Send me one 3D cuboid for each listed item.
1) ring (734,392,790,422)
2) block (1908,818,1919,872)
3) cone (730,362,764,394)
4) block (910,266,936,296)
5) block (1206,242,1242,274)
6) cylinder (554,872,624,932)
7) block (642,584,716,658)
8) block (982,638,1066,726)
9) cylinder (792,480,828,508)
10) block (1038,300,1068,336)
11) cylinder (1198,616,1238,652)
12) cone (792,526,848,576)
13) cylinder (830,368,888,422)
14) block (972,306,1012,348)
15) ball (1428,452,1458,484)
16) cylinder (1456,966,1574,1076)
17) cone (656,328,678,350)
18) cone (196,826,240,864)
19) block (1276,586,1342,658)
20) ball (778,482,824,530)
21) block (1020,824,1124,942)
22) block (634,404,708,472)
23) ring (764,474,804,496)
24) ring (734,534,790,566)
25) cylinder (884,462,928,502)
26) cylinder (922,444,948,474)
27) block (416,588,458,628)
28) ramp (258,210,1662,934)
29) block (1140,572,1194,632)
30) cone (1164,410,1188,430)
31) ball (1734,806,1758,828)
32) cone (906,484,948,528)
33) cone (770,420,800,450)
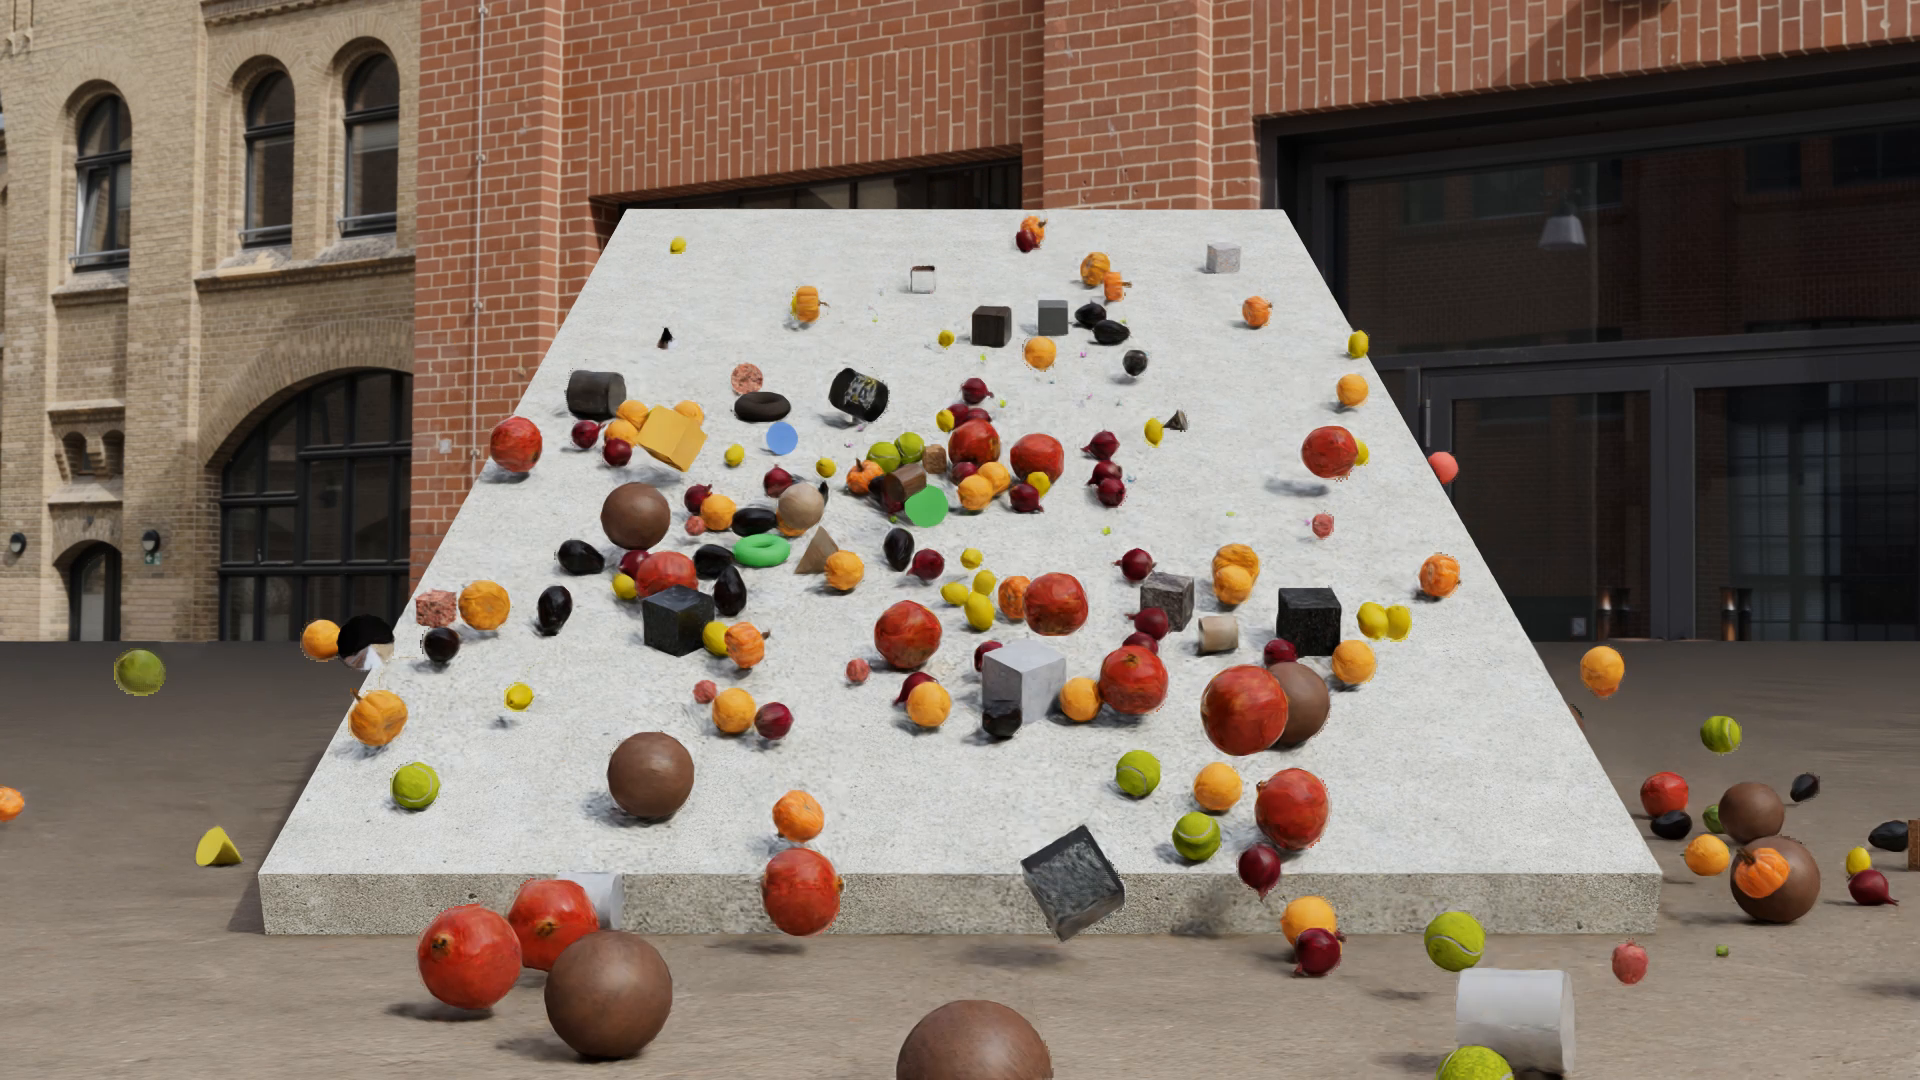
[{"bbox_3d":[-0.444,-0.299,5.148,0.125,0.042,0.125,1,22,-1],"label":"ring"},{"bbox_3d":[1.796,0.558,4.176,0.092,0.092,0.092,1,-2,-12],"label":"block"},{"bbox_3d":[-0.502,-0.368,5.328,0.076,0.076,0.076,1,-6,-16],"label":"cone"},{"bbox_3d":[-0.099,-0.691,6.105,0.061,0.061,0.061,2,22,5],"label":"block"},{"bbox_3d":[0.725,-0.775,6.308,0.070,0.070,0.070,-7,23,-16],"label":"block"},{"bbox_3d":[-0.503,0.490,3.105,0.078,0.078,0.078,1,-2,4],"label":"cylinder"},{"bbox_3d":[-0.488,0.140,3.984,0.086,0.086,0.086,17,27,36],"label":"block"},{"bbox_3d":[0.105,0.232,3.743,0.096,0.096,0.096,-17,27,-36],"label":"block"},{"bbox_3d":[-0.302,-0.089,4.592,0.060,0.060,0.060,7,0,18],"label":"cylinder"},{"bbox_3d":[0.234,-0.559,5.758,0.073,0.073,0.073,0,22,1],"label":"block"},{"bbox_3d":[0.446,0.162,3.966,0.060,0.060,0.060,-2,-2,-4],"label":"cylinder"},{"bbox_3d":[-0.275,0.039,4.296,0.095,0.095,0.095,-34,4,-11],"label":"cone"},{"bbox_3d":[-0.224,-0.321,5.082,0.093,0.093,0.093,22,-16,-38],"label":"cylinder"},{"bbox_3d":[0.079,-0.528,5.670,0.081,0.081,0.081,5,22,13],"label":"block"},{"bbox_3d":[1.339,-0.201,6.377,0.090,0.090,0.090,0,-2,0],"label":"ball"},{"bbox_3d":[0.546,0.471,2.248,0.098,0.098,0.098,-1,-2,23],"label":"cylinder"},{"bbox_3d":[-0.721,-0.501,5.638,0.052,0.052,0.052,0,22,0],"label":"cone"},{"bbox_3d":[-1.378,0.592,4.311,0.080,0.080,0.080,-2,-36,36],"label":"cone"},{"bbox_3d":[0.605,0.142,3.977,0.091,0.091,0.091,-1,22,-4],"label":"block"},{"bbox_3d":[-0.282,-0.060,4.070,0.083,0.083,0.083,0,-2,0],"label":"ball"},{"bbox_3d":[0.147,0.446,2.978,0.096,0.096,0.096,-29,-23,-8],"label":"block"},{"bbox_3d":[-0.593,-0.209,4.712,0.091,0.091,0.091,25,-11,23],"label":"block"},{"bbox_3d":[-0.356,-0.112,4.695,0.087,0.029,0.087,0,21,0],"label":"ring"},{"bbox_3d":[-0.376,0.020,4.354,0.109,0.036,0.109,0,22,0],"label":"ring"},{"bbox_3d":[-0.105,-0.110,4.403,0.060,0.060,0.060,-30,17,-36],"label":"cylinder"},{"bbox_3d":[-0.053,-0.169,4.811,0.050,0.050,0.050,0,23,-4],"label":"cylinder"},{"bbox_3d":[-0.931,0.122,4.076,0.050,0.050,0.050,9,23,21],"label":"block"},{"bbox_3d":[-0.006,-0.219,5.140,2.000,0.100,4.000,0,22,0],"label":"ramp"},{"bbox_3d":[0.369,0.110,4.078,0.077,0.077,0.077,8,23,19],"label":"block"},{"bbox_3d":[0.471,-0.257,5.071,0.050,0.050,0.050,-20,-11,24],"label":"cone"},{"bbox_3d":[1.757,0.618,5.120,0.050,0.050,0.050,0,-2,0],"label":"ball"},{"bbox_3d":[-0.068,-0.064,4.562,0.085,0.085,0.085,0,-5,-2],"label":"cone"},{"bbox_3d":[-0.393,-0.213,4.944,0.071,0.071,0.071,1,-22,-29],"label":"cone"}]
